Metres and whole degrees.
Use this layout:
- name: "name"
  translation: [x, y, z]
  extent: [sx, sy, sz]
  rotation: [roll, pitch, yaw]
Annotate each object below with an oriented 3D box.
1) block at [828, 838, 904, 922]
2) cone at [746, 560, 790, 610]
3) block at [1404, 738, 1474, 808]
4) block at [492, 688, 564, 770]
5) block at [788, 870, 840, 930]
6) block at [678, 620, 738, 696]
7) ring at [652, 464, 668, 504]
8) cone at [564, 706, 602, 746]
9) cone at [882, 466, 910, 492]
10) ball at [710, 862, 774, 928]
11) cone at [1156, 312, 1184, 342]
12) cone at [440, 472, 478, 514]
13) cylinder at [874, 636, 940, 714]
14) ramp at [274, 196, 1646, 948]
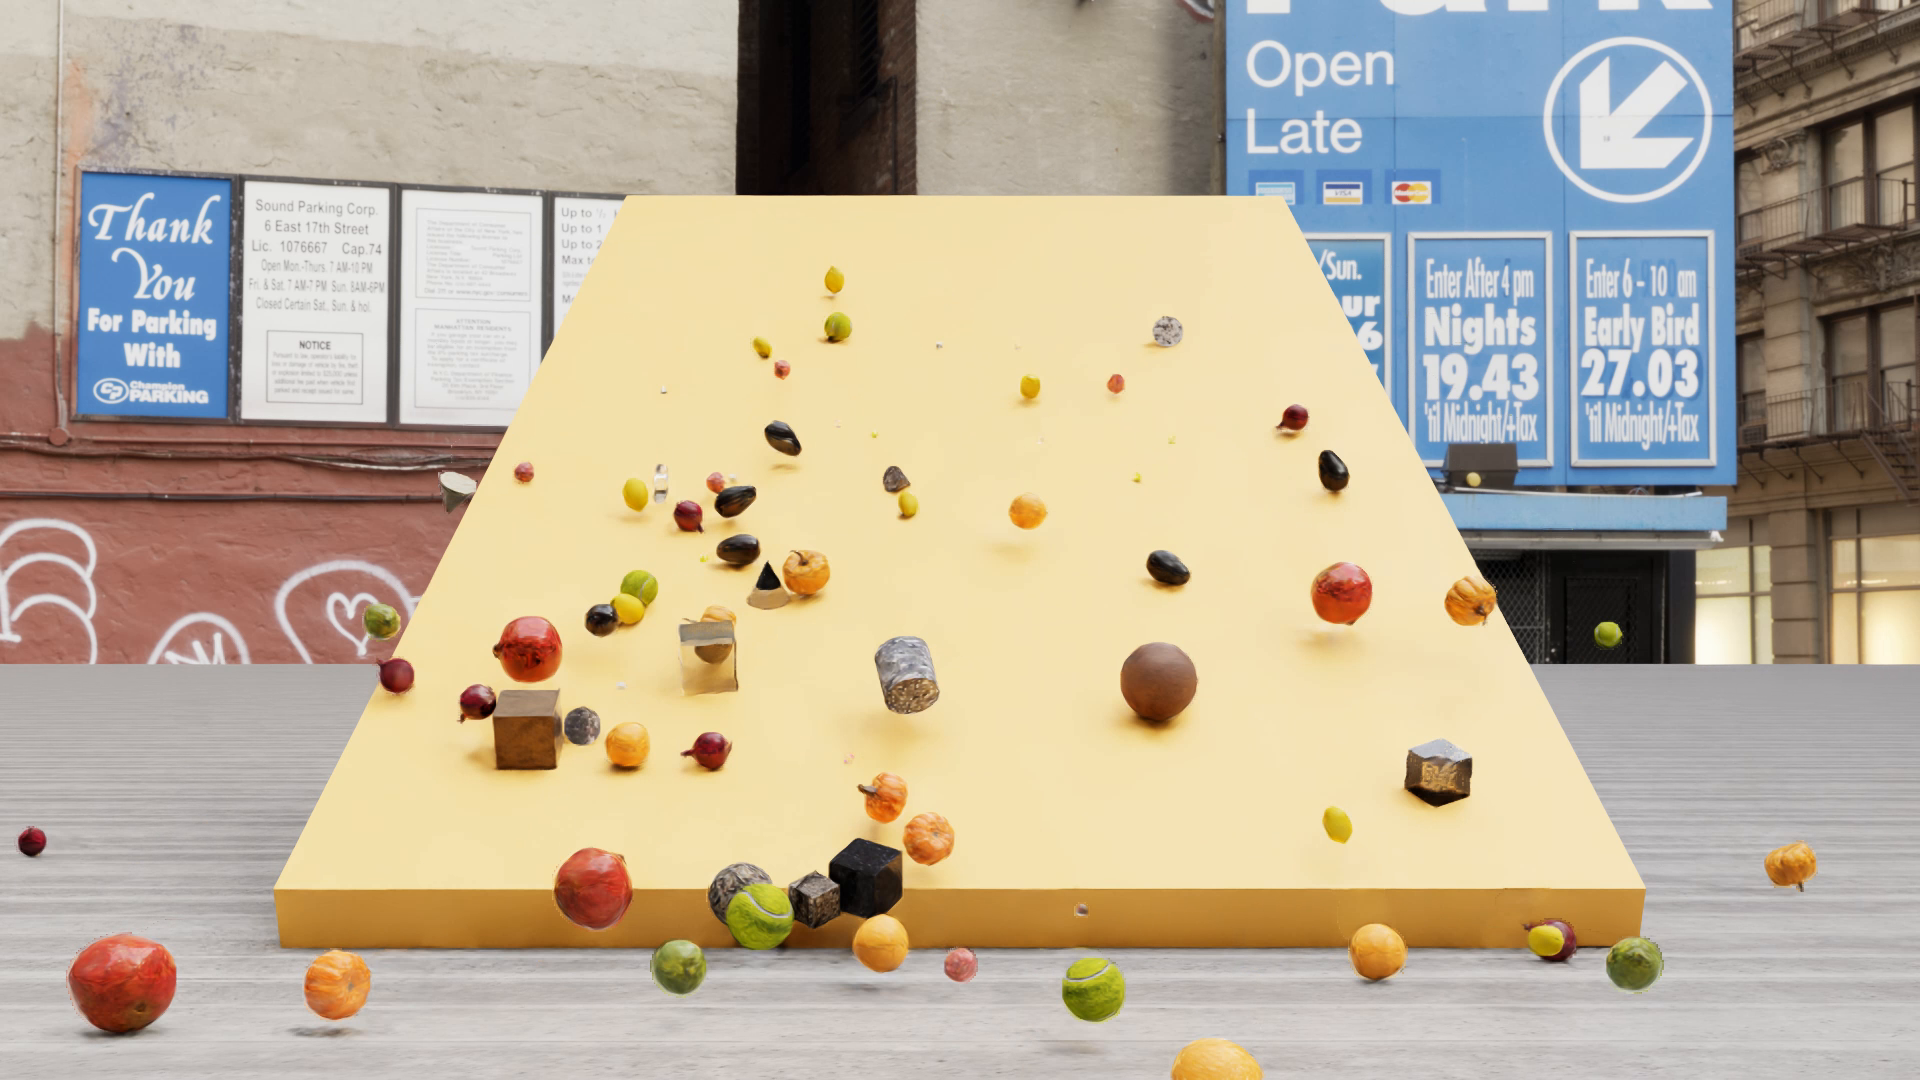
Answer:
- name: "block"
  translation: [-0.134, 0.487, 3.318]
  extent: [0.077, 0.077, 0.077]
  rotation: [13, 27, 27]
- name: "cone"
  translation: [-0.356, 0.074, 4.284]
  extent: [0.082, 0.082, 0.082]
  rotation: [0, 23, 0]
- name: "block"
  translation: [0.750, 0.364, 3.619]
  extent: [0.071, 0.071, 0.071]
  rotation: [-13, 26, -28]
- name: "block"
  translation: [-0.695, 0.305, 3.721]
  extent: [0.095, 0.095, 0.095]
  rotation: [-1, 23, -2]
- name: "block"
  translation: [-0.208, 0.513, 3.292]
  extent: [0.052, 0.052, 0.052]
  rotation: [22, 32, 39]
- name: "block"
  translation: [-0.434, 0.202, 3.968]
  extent: [0.092, 0.092, 0.092]
  rotation: [-4, 23, -9]
- name: "ring"
  translation: [-0.605, -0.113, 4.664]
  extent: [0.028, 0.083, 0.083]
  rotation: [5, -4, -12]
- name: "cone"
  translation: [-0.612, 0.306, 3.804]
  extent: [0.064, 0.064, 0.064]
  rotation: [0, -4, 8]
- name: "cone"
  translation: [-0.121, -0.122, 4.822]
  extent: [0.057, 0.057, 0.057]
  rotation: [16, -13, -43]
- name: "ball"
  translation: [-0.308, 0.502, 3.265]
  extent: [0.093, 0.093, 0.093]
  rotation: [0, -3, 0]
- name: "cone"
  translation: [0.506, -0.511, 5.733]
  extent: [0.077, 0.077, 0.077]
  rotation: [1, -23, -22]
- name: "cone"
  translation: [-1.088, -0.089, 4.961]
  extent: [0.082, 0.082, 0.082]
  rotation: [20, 25, -10]
- name: "cylinder"
  translation: [-0.088, 0.222, 3.808]
  extent: [0.092, 0.092, 0.092]
  rotation: [-9, -43, -8]
- name: "ramp"
  translation: [-0.007, -0.225, 5.227]
  extent: [2.000, 0.100, 4.000]
  rotation: [0, 23, 0]
